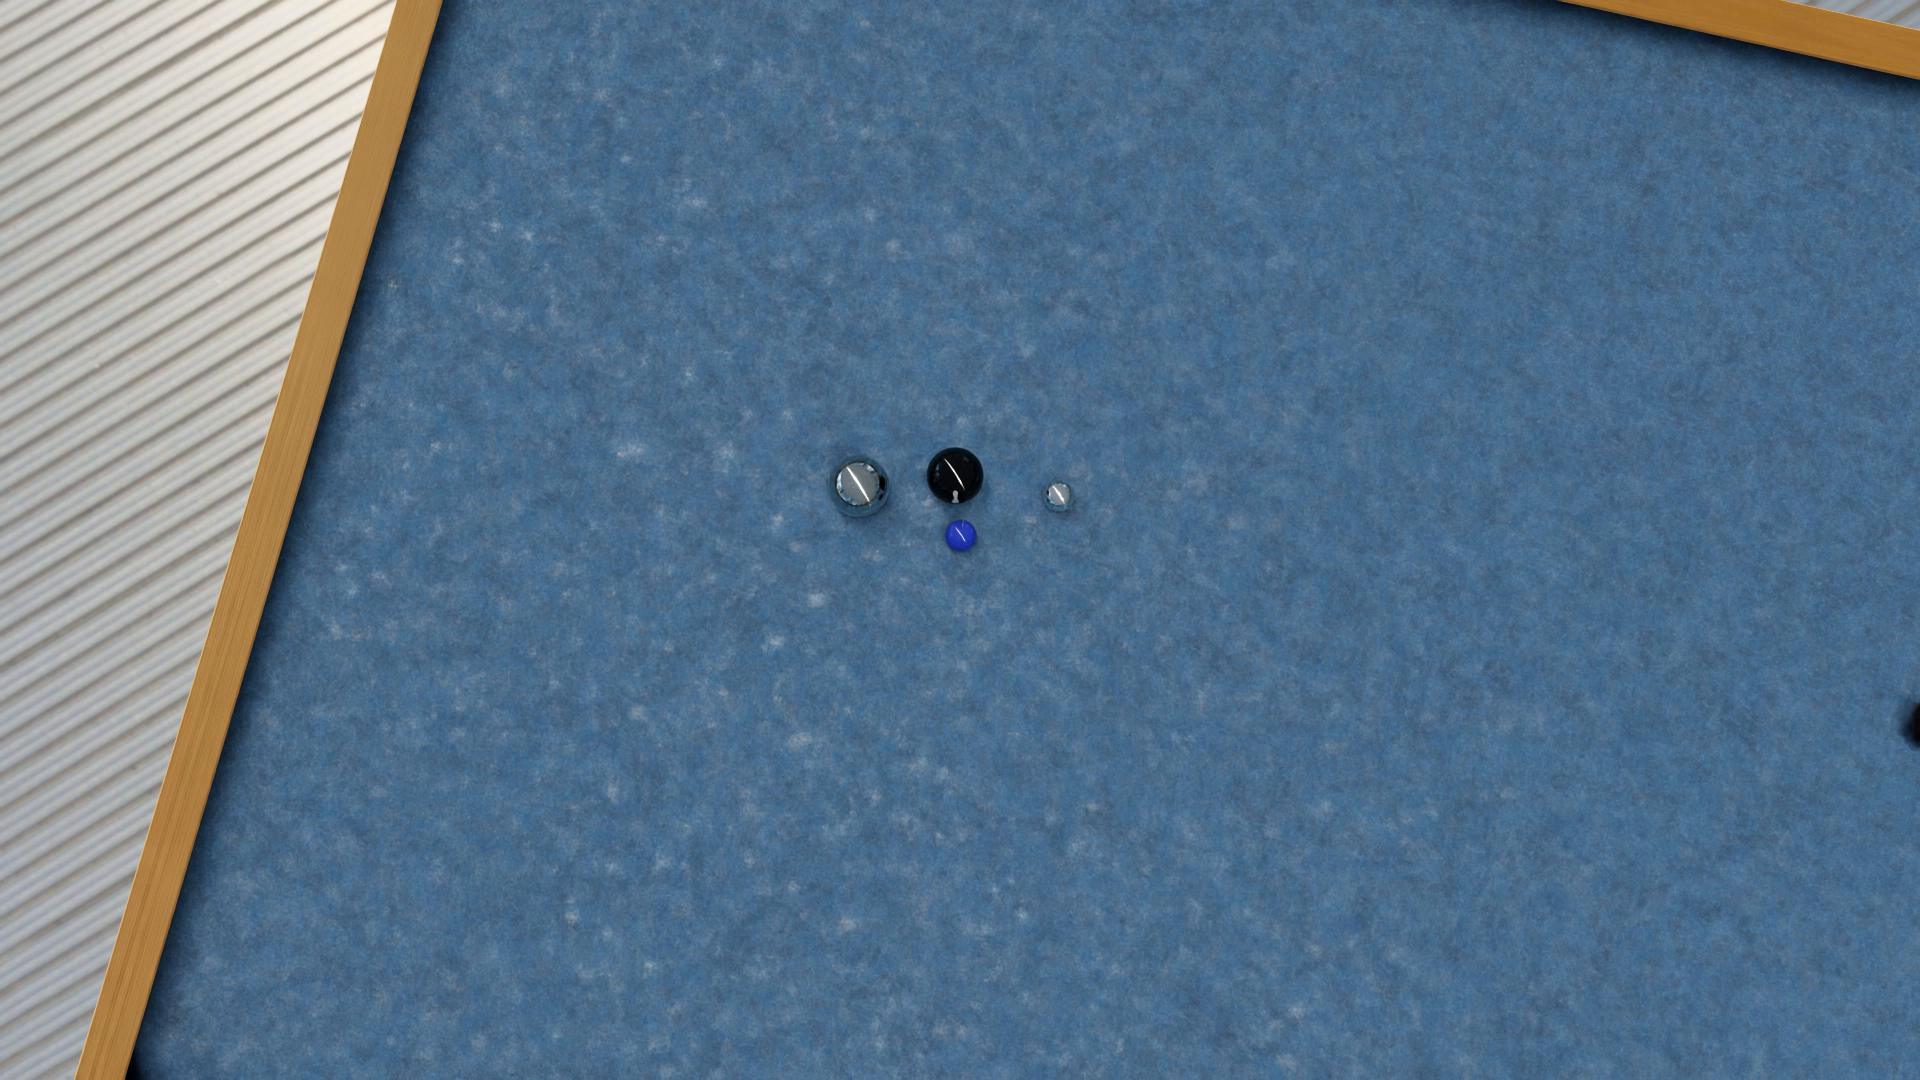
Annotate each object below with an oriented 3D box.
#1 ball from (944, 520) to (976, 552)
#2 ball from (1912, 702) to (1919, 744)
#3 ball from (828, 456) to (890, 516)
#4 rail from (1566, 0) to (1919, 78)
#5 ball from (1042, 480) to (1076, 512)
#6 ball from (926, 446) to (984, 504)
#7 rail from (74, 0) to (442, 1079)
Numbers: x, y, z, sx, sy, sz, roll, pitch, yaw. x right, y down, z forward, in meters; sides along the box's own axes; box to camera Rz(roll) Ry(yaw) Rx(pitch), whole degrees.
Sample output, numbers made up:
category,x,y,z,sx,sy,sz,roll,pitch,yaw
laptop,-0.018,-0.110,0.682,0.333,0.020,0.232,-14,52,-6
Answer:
category,x,y,z,sx,sy,sz,roll,pitch,yaw
ball,0.001,-0.006,3.298,0.048,0.048,0.048,0,80,0
ball,1.448,0.270,3.222,0.099,0.099,0.099,0,80,0
ball,-0.151,-0.081,3.289,0.092,0.092,0.092,0,80,0
rail,1.236,-0.788,3.396,4.080,0.129,0.045,13,80,2
ball,0.149,-0.067,3.308,0.049,0.049,0.049,0,80,0
ball,-0.007,-0.096,3.294,0.087,0.087,0.087,0,80,0
rail,-0.970,-0.231,3.296,0.045,0.129,2.162,13,80,2
